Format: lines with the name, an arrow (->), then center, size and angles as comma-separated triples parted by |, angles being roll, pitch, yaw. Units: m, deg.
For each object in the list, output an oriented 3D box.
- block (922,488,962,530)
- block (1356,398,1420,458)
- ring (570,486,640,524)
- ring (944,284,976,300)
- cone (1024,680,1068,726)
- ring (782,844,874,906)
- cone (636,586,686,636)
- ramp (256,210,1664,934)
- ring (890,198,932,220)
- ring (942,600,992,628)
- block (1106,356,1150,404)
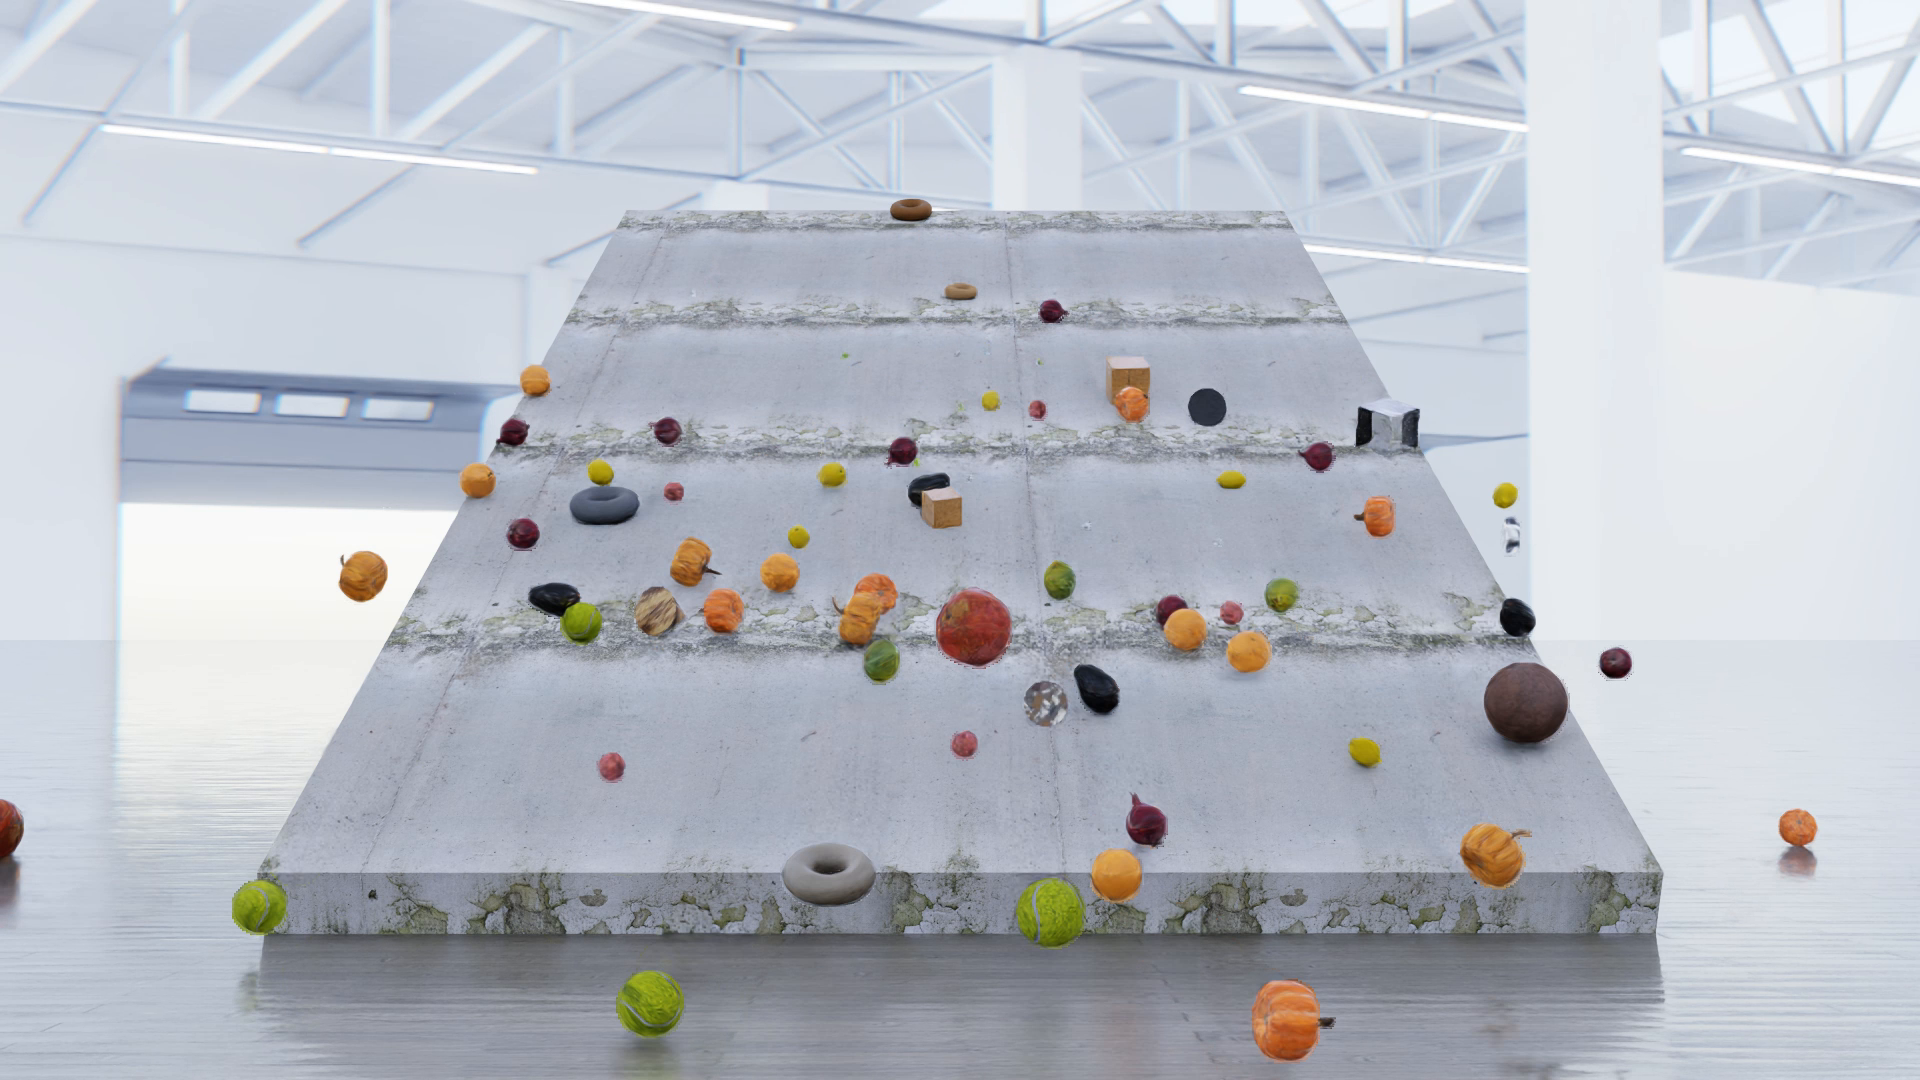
block -> -0.035, -0.063, 4.523 | 0.060, 0.060, 0.060 | -8, 23, -21
block -> 0.921, -0.242, 4.936 | 0.093, 0.093, 0.093 | -18, 28, -38
ring -> -0.707, -0.070, 4.561 | 0.137, 0.046, 0.137 | 0, 21, 0
ring -> 0.001, -0.658, 6.065 | 0.088, 0.029, 0.088 | 1, 21, 0
cone -> 0.129, 0.267, 3.730 | 0.074, 0.074, 0.074 | 1, -6, -14
ring -> -0.184, 0.468, 3.212 | 0.129, 0.043, 0.129 | 1, 22, -1
cone -> -0.512, 0.131, 4.061 | 0.088, 0.088, 0.088 | -1, -10, 32
ramp -> -0.006, -0.219, 5.134 | 2.000, 0.100, 4.000 | 0, 22, 0
ring -> -0.147, -0.992, 6.887 | 0.128, 0.043, 0.128 | -1, 26, 0
ring -> 0.013, 0.131, 4.078 | 0.087, 0.029, 0.087 | 0, 23, 0
block -> 0.383, -0.365, 5.252 | 0.087, 0.087, 0.087 | -2, 22, -5
